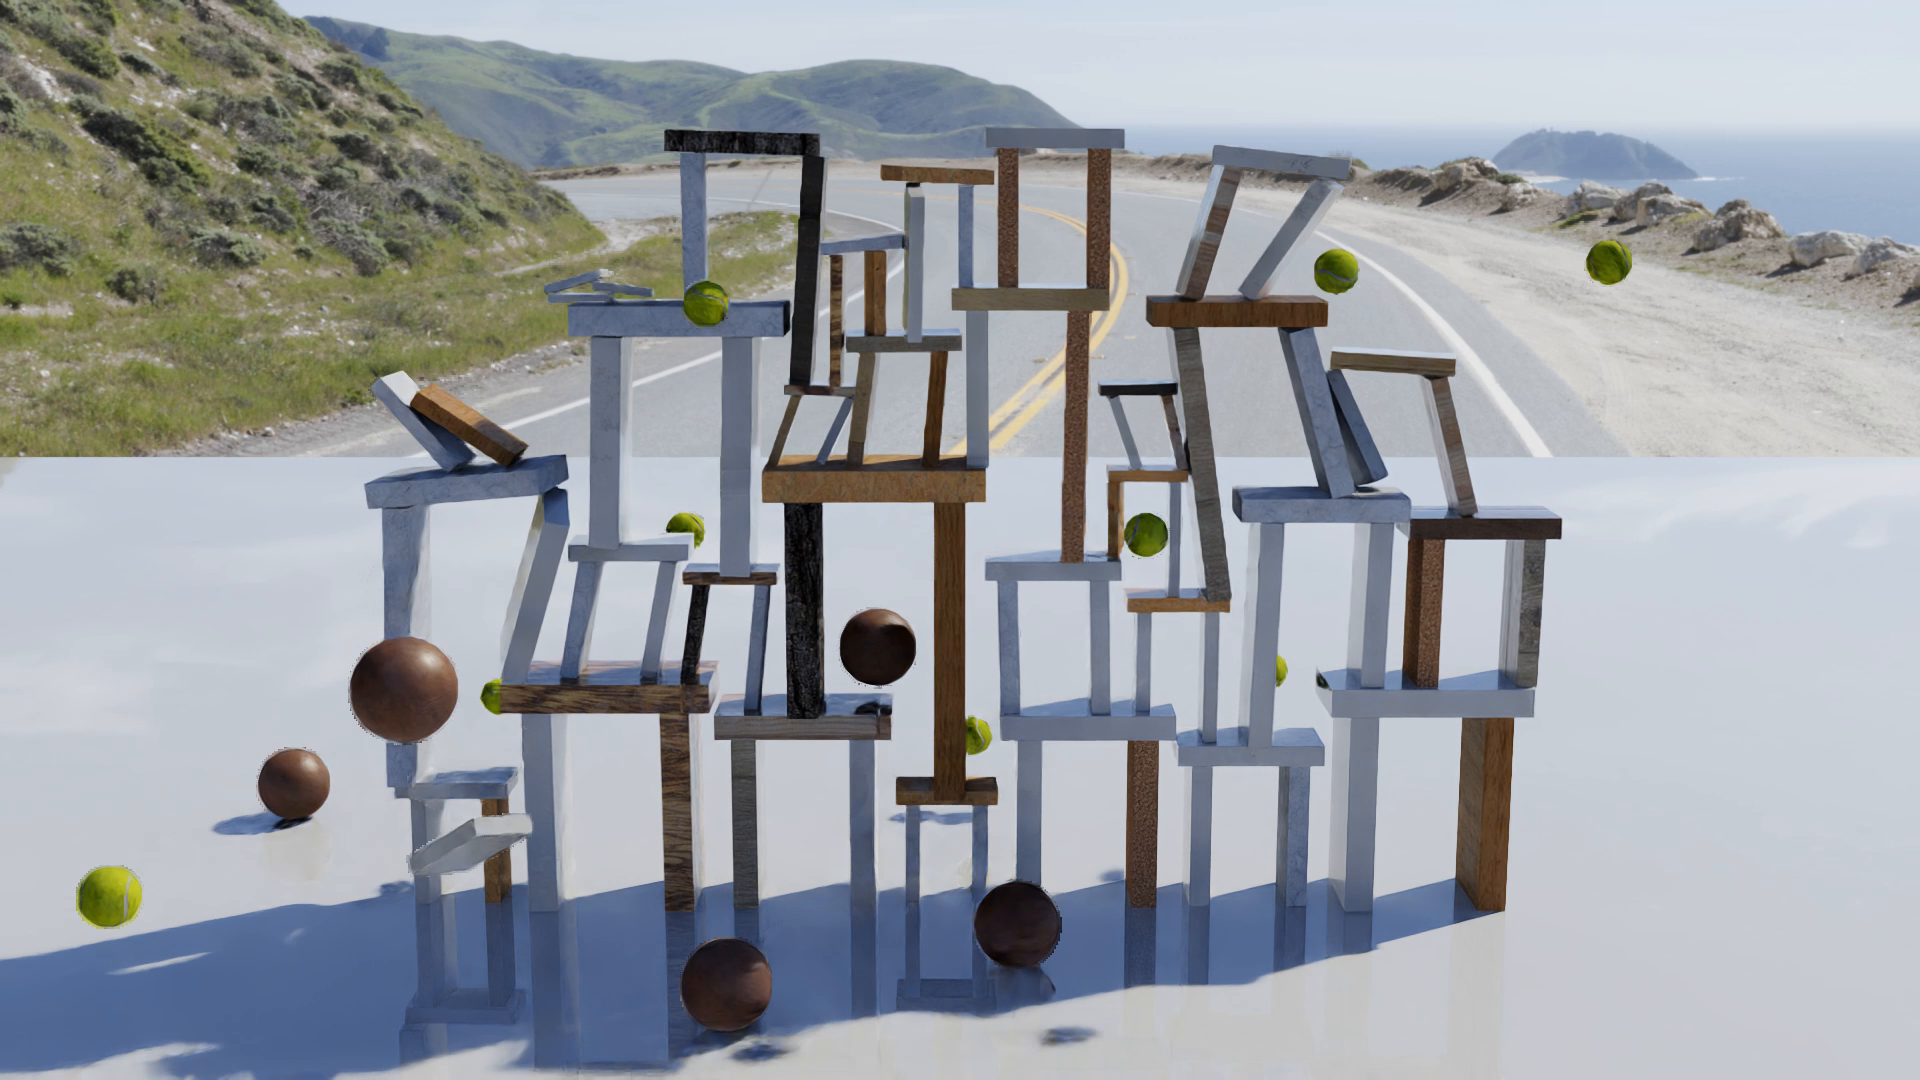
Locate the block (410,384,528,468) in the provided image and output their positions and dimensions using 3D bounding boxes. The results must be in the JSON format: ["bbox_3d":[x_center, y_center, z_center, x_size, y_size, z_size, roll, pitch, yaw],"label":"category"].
[{"bbox_3d":[-0.780,-0.182,3.500,0.181,0.026,0.090,33,12,-4],"label":"block"}]

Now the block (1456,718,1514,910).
[{"bbox_3d":[0.867,0.430,3.639,0.046,0.325,0.162,0,11,0],"label":"block"}]

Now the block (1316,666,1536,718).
[{"bbox_3d":[0.759,0.248,3.605,0.325,0.046,0.162,0,11,0],"label":"block"}]

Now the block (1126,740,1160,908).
[{"bbox_3d":[0.302,0.450,3.646,0.040,0.283,0.142,0,11,0],"label":"block"}]

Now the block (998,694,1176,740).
[{"bbox_3d":[0.207,0.291,3.616,0.283,0.040,0.142,0,11,0],"label":"block"}]

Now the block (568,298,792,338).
[{"bbox_3d":[-0.442,-0.354,3.496,0.334,0.047,0.167,0,10,0],"label":"block"}]

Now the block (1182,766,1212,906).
[{"bbox_3d":[0.393,0.473,3.647,0.034,0.238,0.119,0,11,0],"label":"block"}]

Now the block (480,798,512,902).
[{"bbox_3d":[-0.770,0.500,3.653,0.026,0.182,0.091,0,11,0],"label":"block"}]

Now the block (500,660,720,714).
[{"bbox_3d":[-0.569,0.240,3.601,0.333,0.047,0.166,0,11,0],"label":"block"}]

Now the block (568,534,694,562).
[{"bbox_3d":[-0.532,0.012,3.563,0.192,0.027,0.096,0,11,-2],"label":"block"}]

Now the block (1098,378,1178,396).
[{"bbox_3d":[0.283,-0.244,3.512,0.121,0.017,0.061,-1,12,-1],"label":"block"}]

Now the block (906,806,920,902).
[{"bbox_3d":[-0.078,0.508,3.653,0.024,0.167,0.083,0,11,0],"label":"block"}]

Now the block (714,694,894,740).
[{"bbox_3d":[-0.254,0.290,3.612,0.285,0.040,0.143,0,11,0],"label":"block"}]

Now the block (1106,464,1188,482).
[{"bbox_3d":[0.301,-0.108,3.539,0.127,0.018,0.063,0,11,0],"label":"block"}]

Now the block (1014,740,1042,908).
[{"bbox_3d":[0.113,0.450,3.646,0.040,0.283,0.142,0,11,0],"label":"block"}]

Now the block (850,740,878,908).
[{"bbox_3d":[-0.159,0.450,3.642,0.040,0.285,0.143,0,11,0],"label":"block"}]

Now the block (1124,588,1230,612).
[{"bbox_3d":[0.352,0.098,3.581,0.165,0.023,0.082,0,11,0],"label":"block"}]

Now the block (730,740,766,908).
[{"bbox_3d":[-0.350,0.450,3.642,0.040,0.285,0.143,0,11,0],"label":"block"}]

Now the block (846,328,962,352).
[{"bbox_3d":[-0.090,-0.317,3.485,0.182,0.026,0.091,-1,13,-4],"label":"block"}]

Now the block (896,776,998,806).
[{"bbox_3d":[-0.022,0.415,3.635,0.167,0.024,0.083,0,11,0],"label":"block"}]

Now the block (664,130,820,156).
[{"bbox_3d":[-0.338,-0.623,3.443,0.235,0.033,0.117,1,11,-3],"label":"block"}]

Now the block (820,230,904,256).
[{"bbox_3d":[-0.151,-0.467,3.457,0.131,0.018,0.065,-4,15,7],"label":"block"}]

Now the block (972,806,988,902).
[{"bbox_3d":[0.033,0.508,3.654,0.024,0.166,0.083,0,11,0],"label":"block"}]

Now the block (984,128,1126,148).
[{"bbox_3d":[0.147,-0.629,3.442,0.214,0.030,0.107,0,11,0],"label":"block"}]

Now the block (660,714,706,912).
[{"bbox_3d":[-0.458,0.427,3.636,0.047,0.333,0.167,0,11,0],"label":"block"}]

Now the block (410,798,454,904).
[{"bbox_3d":[-0.876,0.501,3.650,0.026,0.182,0.091,2,11,12],"label":"block"}]

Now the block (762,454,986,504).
[{"bbox_3d":[-0.135,-0.100,3.536,0.352,0.050,0.176,0,11,1],"label":"block"}]

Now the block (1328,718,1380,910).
[{"bbox_3d":[0.651,0.430,3.639,0.046,0.325,0.162,0,11,0],"label":"block"}]

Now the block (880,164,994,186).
[{"bbox_3d":[-0.035,-0.568,3.421,0.158,0.022,0.079,-2,12,-26],"label":"block"}]

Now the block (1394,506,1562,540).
[{"bbox_3d":[0.835,-0.029,3.552,0.241,0.034,0.121,0,11,0],"label":"block"}]

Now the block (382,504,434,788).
[{"bbox_3d":[-0.897,0.162,3.577,0.040,0.458,0.143,2,11,0],"label":"block"}]

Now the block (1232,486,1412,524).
[{"bbox_3d":[0.580,-0.058,3.548,0.268,0.038,0.134,0,11,0],"label":"block"}]

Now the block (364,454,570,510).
[{"bbox_3d":[-0.786,-0.093,3.512,0.285,0.040,0.143,-4,11,10],"label":"block"}]

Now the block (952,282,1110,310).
[{"bbox_3d":[0.109,-0.386,3.485,0.247,0.035,0.123,0,11,0],"label":"block"}]

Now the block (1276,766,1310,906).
[{"bbox_3d":[0.552,0.473,3.647,0.034,0.238,0.119,0,11,0],"label":"block"}]

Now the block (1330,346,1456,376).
[{"bbox_3d":[0.694,-0.287,3.524,0.194,0.028,0.097,5,11,11],"label":"block"}]

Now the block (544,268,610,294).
[{"bbox_3d":[-0.607,-0.410,3.484,0.095,0.013,0.047,-15,7,9],"label":"block"}]

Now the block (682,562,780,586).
[{"bbox_3d":[-0.370,0.055,3.572,0.151,0.021,0.076,0,10,0],"label":"block"}]

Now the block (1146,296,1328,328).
[{"bbox_3d":[0.436,-0.363,3.488,0.273,0.039,0.136,0,11,0],"label":"block"}]

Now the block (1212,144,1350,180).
[{"bbox_3d":[0.502,-0.591,3.434,0.210,0.030,0.105,8,11,9],"label":"block"}]

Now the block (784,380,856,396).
[{"bbox_3d":[-0.221,-0.242,3.514,0.114,0.016,0.057,2,11,3],"label":"block"}]

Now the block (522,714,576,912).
[{"bbox_3d":[-0.679,0.427,3.636,0.047,0.333,0.166,0,11,0],"label":"block"}]

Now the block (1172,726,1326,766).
[{"bbox_3d":[0.473,0.340,3.622,0.238,0.034,0.119,0,11,0],"label":"block"}]

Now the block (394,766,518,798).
[{"bbox_3d":[-0.829,0.400,3.625,0.182,0.026,0.091,0,11,1],"label":"block"}]

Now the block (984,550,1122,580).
[{"bbox_3d":[0.149,0.040,3.570,0.219,0.031,0.109,0,11,0],"label":"block"}]
